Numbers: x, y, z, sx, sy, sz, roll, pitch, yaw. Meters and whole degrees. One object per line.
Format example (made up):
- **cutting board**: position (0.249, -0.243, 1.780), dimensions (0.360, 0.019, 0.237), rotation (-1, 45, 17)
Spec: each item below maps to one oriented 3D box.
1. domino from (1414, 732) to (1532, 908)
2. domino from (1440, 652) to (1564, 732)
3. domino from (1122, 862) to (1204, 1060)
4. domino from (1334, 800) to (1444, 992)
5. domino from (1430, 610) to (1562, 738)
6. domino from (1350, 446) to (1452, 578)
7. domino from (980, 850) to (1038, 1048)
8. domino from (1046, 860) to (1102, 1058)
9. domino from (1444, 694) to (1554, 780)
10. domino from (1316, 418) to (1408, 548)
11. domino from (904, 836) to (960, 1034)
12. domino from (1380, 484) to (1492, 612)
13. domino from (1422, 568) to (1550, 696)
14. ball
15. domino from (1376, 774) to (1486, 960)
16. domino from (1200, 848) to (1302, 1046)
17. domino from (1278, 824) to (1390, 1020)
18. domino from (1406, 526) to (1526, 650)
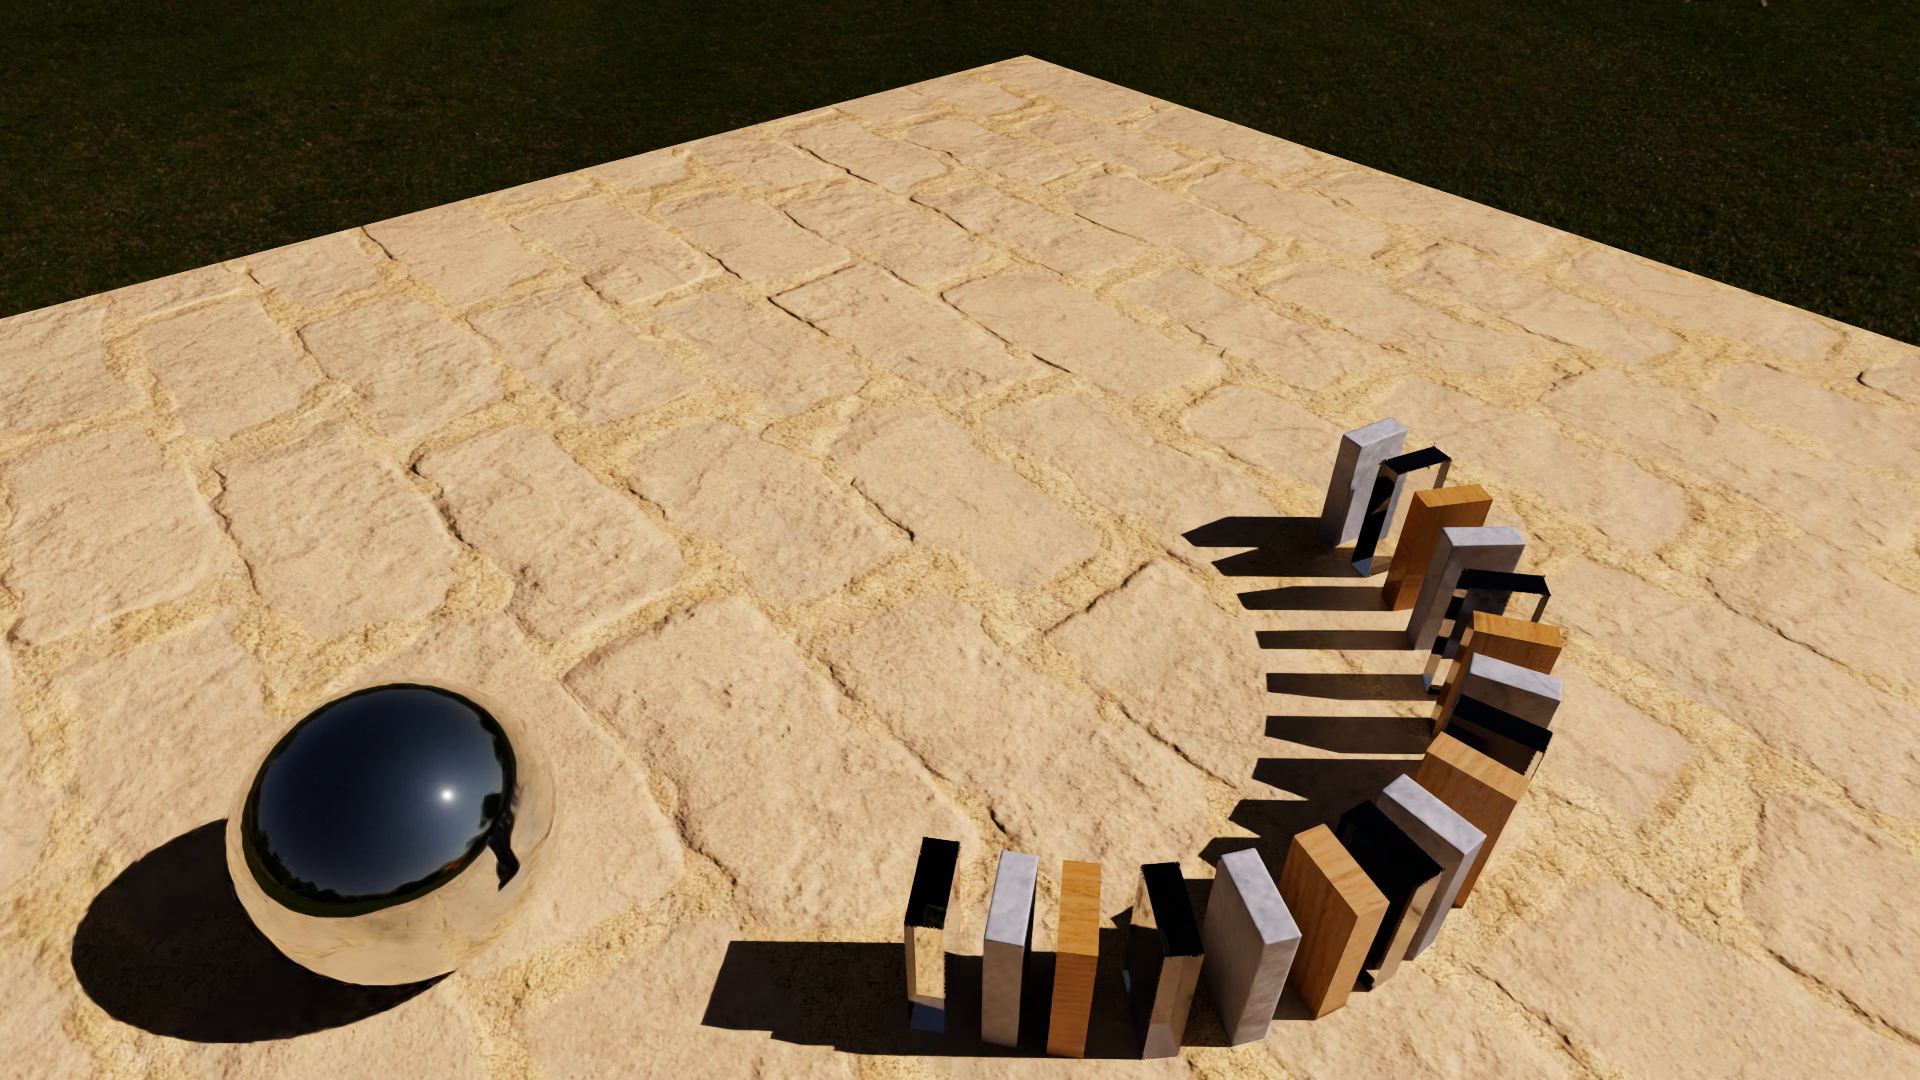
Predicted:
- **domino**: position (0.140, 0.080, 0.313), dimensions (0.025, 0.050, 0.009), rotation (31, 48, 32)
- **domino**: position (0.163, 0.059, 0.339), dimensions (0.025, 0.050, 0.009), rotation (18, 43, 20)
- **domino**: position (0.051, 0.108, 0.280), dimensions (0.010, 0.050, 0.025), rotation (-3, 39, -4)
- **domino**: position (0.110, 0.096, 0.295), dimensions (0.009, 0.050, 0.025), rotation (-21, 44, -23)
- **domino**: position (0.172, 0.047, 0.354), dimensions (0.025, 0.050, 0.010), rotation (11, 41, 14)
- **domino**: position (0.170, -0.010, 0.424), dimensions (0.025, 0.050, 0.010), rotation (-15, 42, -18)
- **domino**: position (0.013, 0.106, 0.282), dimensions (0.010, 0.050, 0.025), rotation (7, 40, 9)
- **domino**: position (0.029, 0.107, 0.280), dimensions (0.010, 0.050, 0.025), rotation (5, 40, 6)
- **domino**: position (0.153, 0.071, 0.325), dimensions (0.025, 0.050, 0.009), rotation (24, 45, 27)
- **domino**: position (0.160, -0.022, 0.439), dimensions (0.025, 0.050, 0.009), rotation (-19, 43, -22)
- **domino**: position (-0.007, 0.103, 0.286), dimensions (0.010, 0.050, 0.025), rotation (6, 40, 7)
- **domino**: position (0.176, 0.003, 0.407), dimensions (0.025, 0.050, 0.010), rotation (-7, 40, -8)
- **domino**: position (0.177, 0.033, 0.371), dimensions (0.025, 0.050, 0.010), rotation (6, 40, 7)
- **ball**: position (-0.149, 0.077, 0.294), dimensions (0.080, 0.080, 0.080), rotation (0, 39, 0)
- **domino**: position (0.123, 0.090, 0.301), dimensions (0.009, 0.050, 0.025), rotation (-25, 46, -28)
- **domino**: position (0.073, 0.105, 0.283), dimensions (0.010, 0.050, 0.025), rotation (-9, 40, -11)
- **domino**: position (0.094, 0.101, 0.289), dimensions (0.009, 0.050, 0.025), rotation (-15, 42, -18)
- **domino**: position (0.178, 0.018, 0.390), dimensions (0.025, 0.050, 0.010), rotation (-1, 39, -1)
